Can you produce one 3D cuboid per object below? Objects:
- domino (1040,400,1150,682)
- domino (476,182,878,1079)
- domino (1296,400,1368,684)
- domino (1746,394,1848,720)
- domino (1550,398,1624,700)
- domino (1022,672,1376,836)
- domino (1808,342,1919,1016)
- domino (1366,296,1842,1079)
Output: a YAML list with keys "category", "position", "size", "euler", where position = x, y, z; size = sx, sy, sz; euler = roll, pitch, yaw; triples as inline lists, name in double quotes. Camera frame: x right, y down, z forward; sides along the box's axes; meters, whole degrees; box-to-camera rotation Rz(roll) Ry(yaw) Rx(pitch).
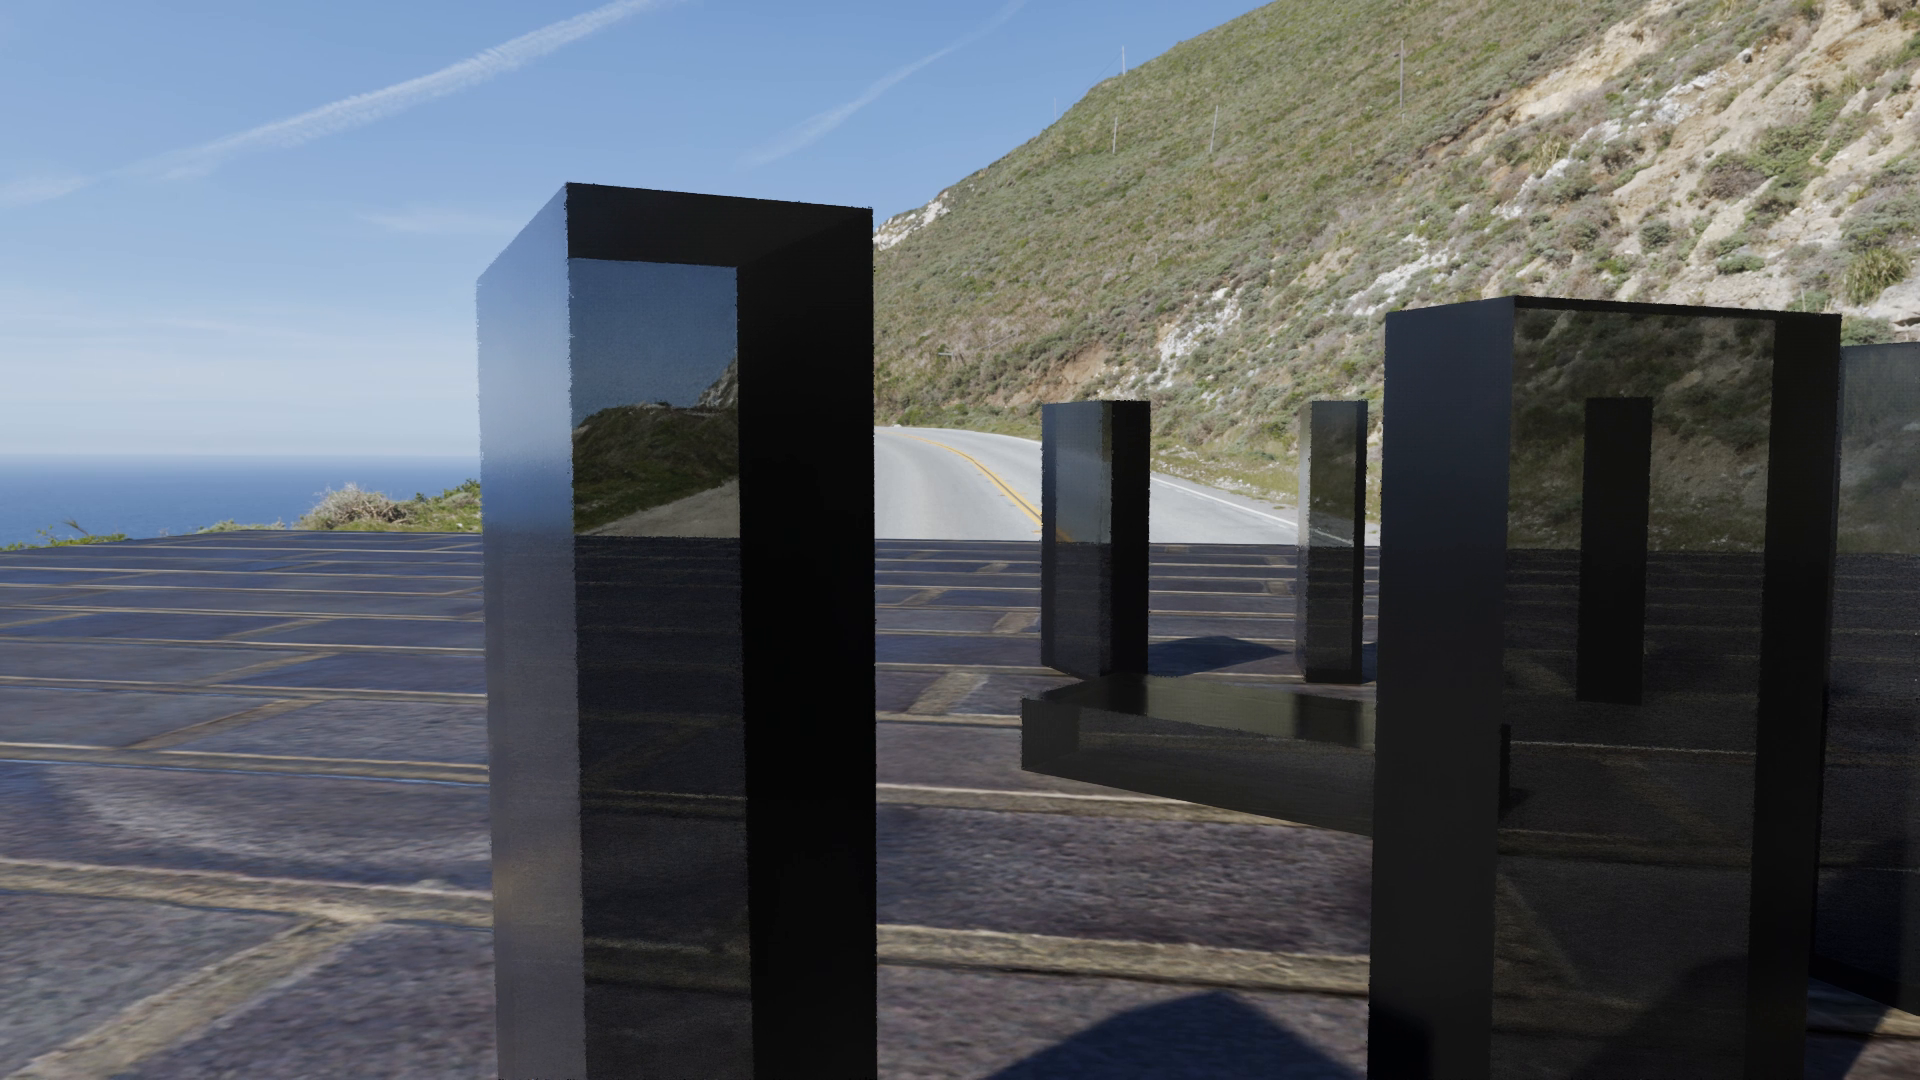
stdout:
- category: "domino"
  position: [0.025, 0.000, 0.236]
  size: [0.010, 0.050, 0.025]
  euler: [-2, 5, -21]
- category: "domino"
  position: [-0.013, 0.014, 0.052]
  size: [0.009, 0.050, 0.025]
  euler: [-2, 5, -26]
- category: "domino"
  position: [0.069, 0.000, 0.238]
  size: [0.009, 0.050, 0.025]
  euler: [1, 4, 10]
- category: "domino"
  position: [0.136, 0.002, 0.208]
  size: [0.009, 0.050, 0.025]
  euler: [3, 5, 39]
- category: "domino"
  position: [0.110, 0.001, 0.225]
  size: [0.010, 0.050, 0.025]
  euler: [2, 5, 26]
- category: "domino"
  position: [0.035, 0.026, 0.162]
  size: [0.050, 0.009, 0.025]
  euler: [3, 5, 38]
- category: "domino"
  position: [0.076, 0.011, 0.094]
  size: [0.010, 0.050, 0.025]
  euler: [-2, 5, -25]
- category: "domino"
  position: [0.038, 0.012, 0.076]
  size: [0.025, 0.050, 0.010]
  euler: [-2, 5, -22]
